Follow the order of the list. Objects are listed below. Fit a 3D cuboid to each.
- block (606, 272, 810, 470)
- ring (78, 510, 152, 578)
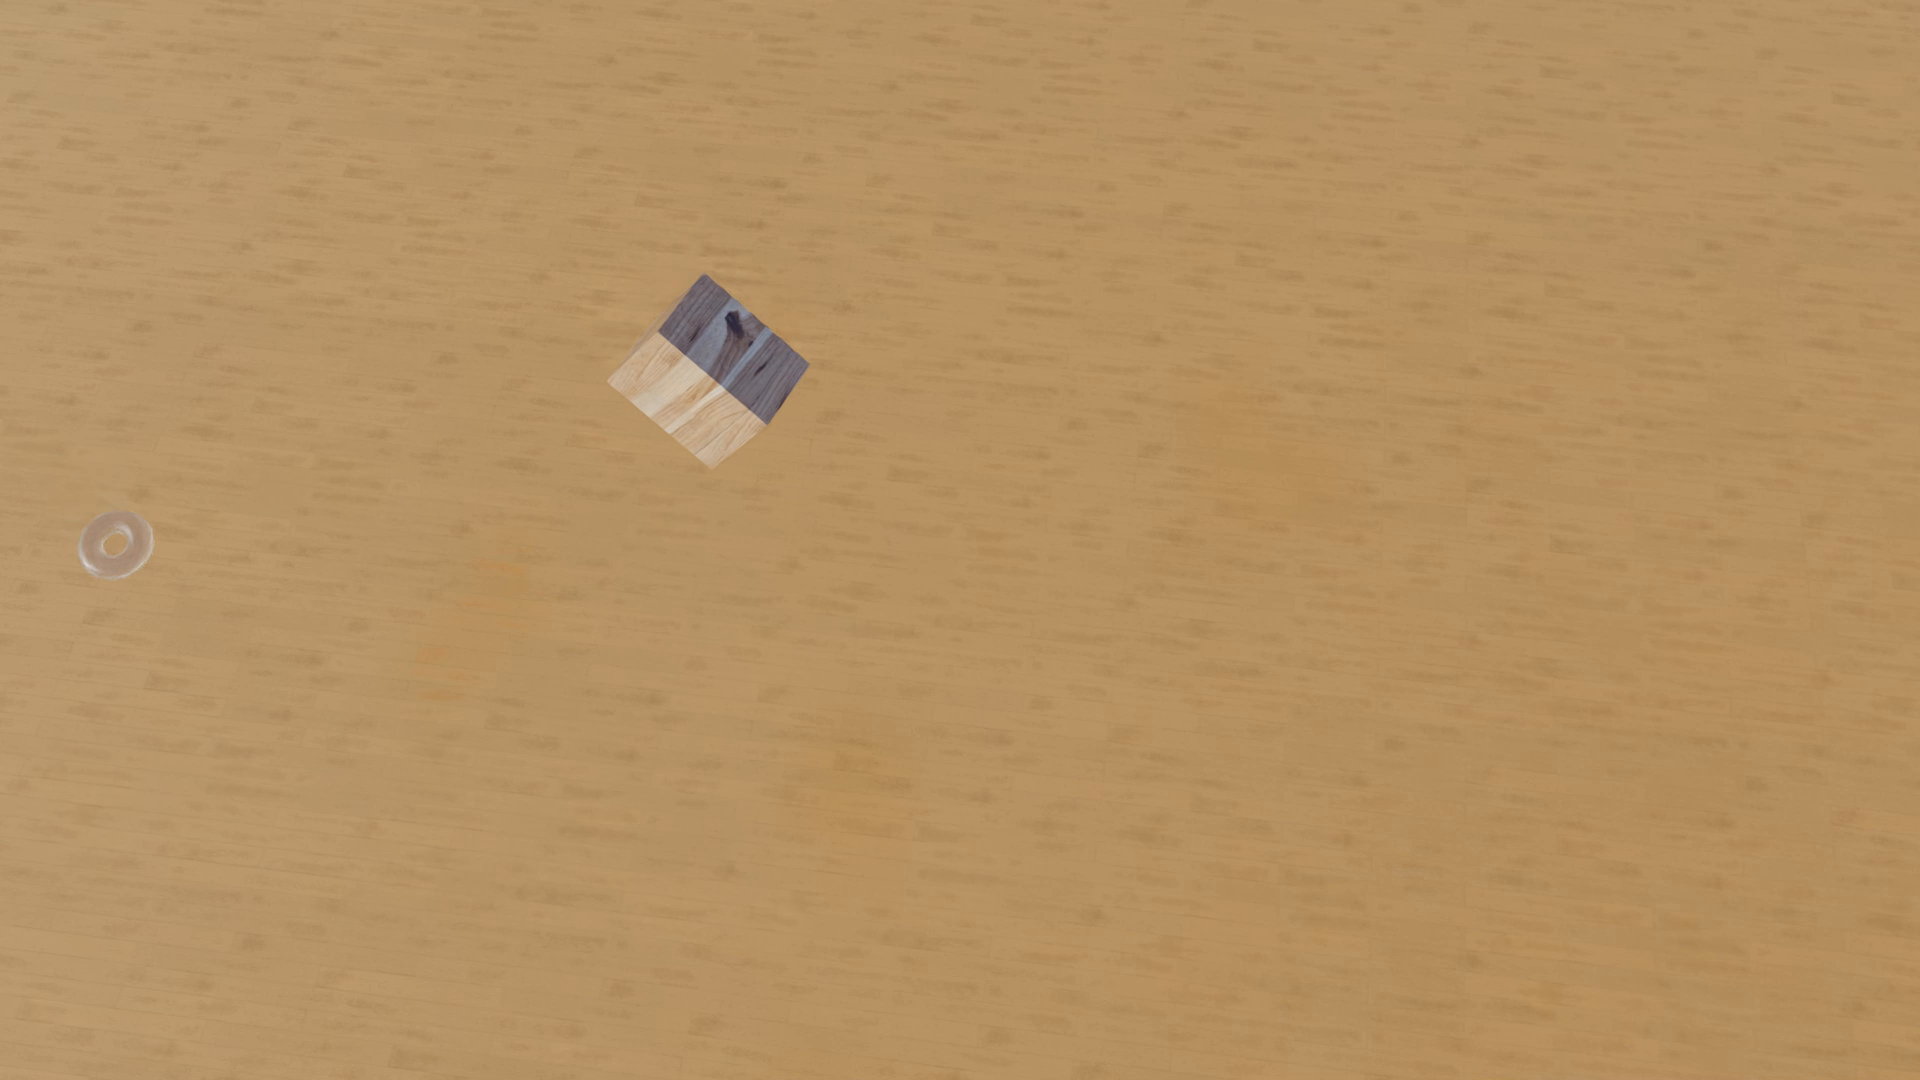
[{"bbox_3d":[-0.503,-0.334,4.387,0.277,0.252,0.179,41,55,-13],"label":"block"},{"bbox_3d":[-1.677,0.009,4.364,0.150,0.050,0.133,-36,86,-8],"label":"ring"}]
